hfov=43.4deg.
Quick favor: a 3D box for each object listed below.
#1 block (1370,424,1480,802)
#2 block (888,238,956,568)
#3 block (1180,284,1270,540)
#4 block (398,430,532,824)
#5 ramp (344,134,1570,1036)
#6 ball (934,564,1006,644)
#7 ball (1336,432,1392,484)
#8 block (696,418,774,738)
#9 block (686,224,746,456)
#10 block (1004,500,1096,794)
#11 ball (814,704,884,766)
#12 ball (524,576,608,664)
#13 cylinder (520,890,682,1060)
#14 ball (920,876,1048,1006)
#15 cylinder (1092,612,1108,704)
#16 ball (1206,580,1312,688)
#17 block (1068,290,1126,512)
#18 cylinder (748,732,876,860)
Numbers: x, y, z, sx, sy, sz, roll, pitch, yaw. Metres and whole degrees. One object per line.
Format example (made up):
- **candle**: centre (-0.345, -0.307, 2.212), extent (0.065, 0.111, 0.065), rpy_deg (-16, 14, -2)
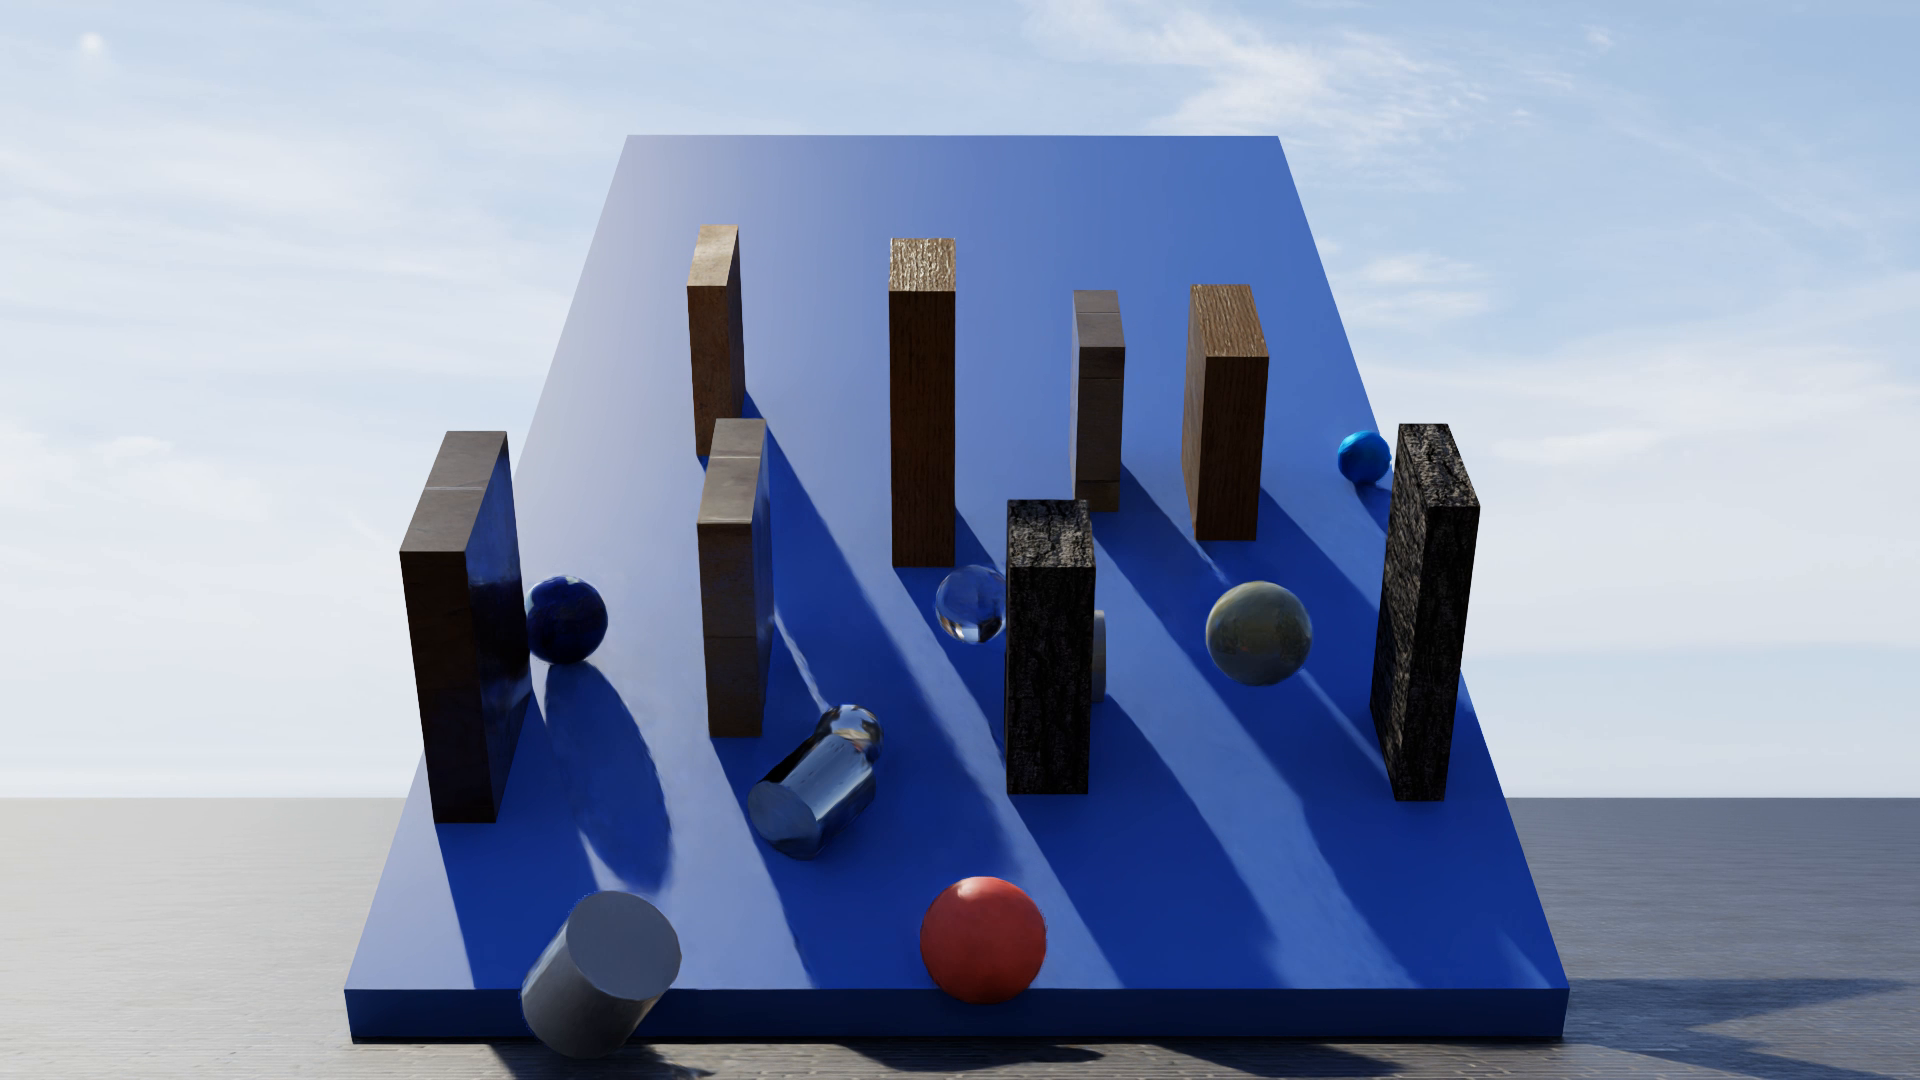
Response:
- **block**: centre (0.837, 0.132, 4.372), extent (0.088, 0.612, 0.312), rpy_deg (0, 30, 0)
- **block**: centre (-0.077, -0.287, 5.078), extent (0.133, 0.637, 0.272), rpy_deg (0, 30, 0)
- **block**: centre (0.575, -0.281, 5.272), extent (0.131, 0.440, 0.372), rpy_deg (0, 30, 0)
- **block**: centre (-0.888, 0.153, 4.375), extent (0.110, 0.562, 0.445), rpy_deg (0, 30, 0)
- **ramp**: centre (-0.013, -0.213, 5.694), extent (2.000, 0.100, 4.000), rpy_deg (0, 30, 0)
- **ball**: centre (0.028, 0.127, 4.769), extent (0.156, 0.156, 0.156), rpy_deg (0, -6, 0)
- **ball**: centre (0.910, -0.185, 5.428), extent (0.120, 0.120, 0.120), rpy_deg (0, -6, 0)
- **block**: centre (-0.426, 0.068, 4.627), extent (0.098, 0.463, 0.419), rpy_deg (0, 30, 0)
- **block**: centre (-0.564, -0.467, 5.606), extent (0.088, 0.426, 0.353), rpy_deg (0, 30, 0)
- **block**: centre (0.160, 0.196, 4.389), extent (0.148, 0.481, 0.243), rpy_deg (0, 30, 0)
- **ball**: centre (-0.204, 0.367, 4.441), extent (0.130, 0.130, 0.130), rpy_deg (0, -6, 0)
- **ball**: centre (-0.785, 0.158, 4.756), extent (0.177, 0.177, 0.177), rpy_deg (0, -6, 0)
- **cylinder**: centre (-0.540, 0.654, 3.621), extent (0.183, 0.183, 0.183), rpy_deg (4, -40, -34)
- **ball**: centre (0.037, 0.644, 3.878), extent (0.205, 0.205, 0.205), rpy_deg (0, -6, 0)
- **cylinder**: centre (0.187, 0.224, 4.647), extent (0.177, 0.177, 0.177), rpy_deg (4, -6, -3)
- **ball**: centre (0.569, 0.179, 4.587), extent (0.203, 0.203, 0.203), rpy_deg (0, -6, 0)
- **block**: centre (0.302, -0.311, 5.362), extent (0.098, 0.401, 0.300), rpy_deg (0, 30, 0)
- **cylinder**: centre (-0.260, 0.450, 4.249), extent (0.162, 0.162, 0.162), rpy_deg (-5, 25, 41)
